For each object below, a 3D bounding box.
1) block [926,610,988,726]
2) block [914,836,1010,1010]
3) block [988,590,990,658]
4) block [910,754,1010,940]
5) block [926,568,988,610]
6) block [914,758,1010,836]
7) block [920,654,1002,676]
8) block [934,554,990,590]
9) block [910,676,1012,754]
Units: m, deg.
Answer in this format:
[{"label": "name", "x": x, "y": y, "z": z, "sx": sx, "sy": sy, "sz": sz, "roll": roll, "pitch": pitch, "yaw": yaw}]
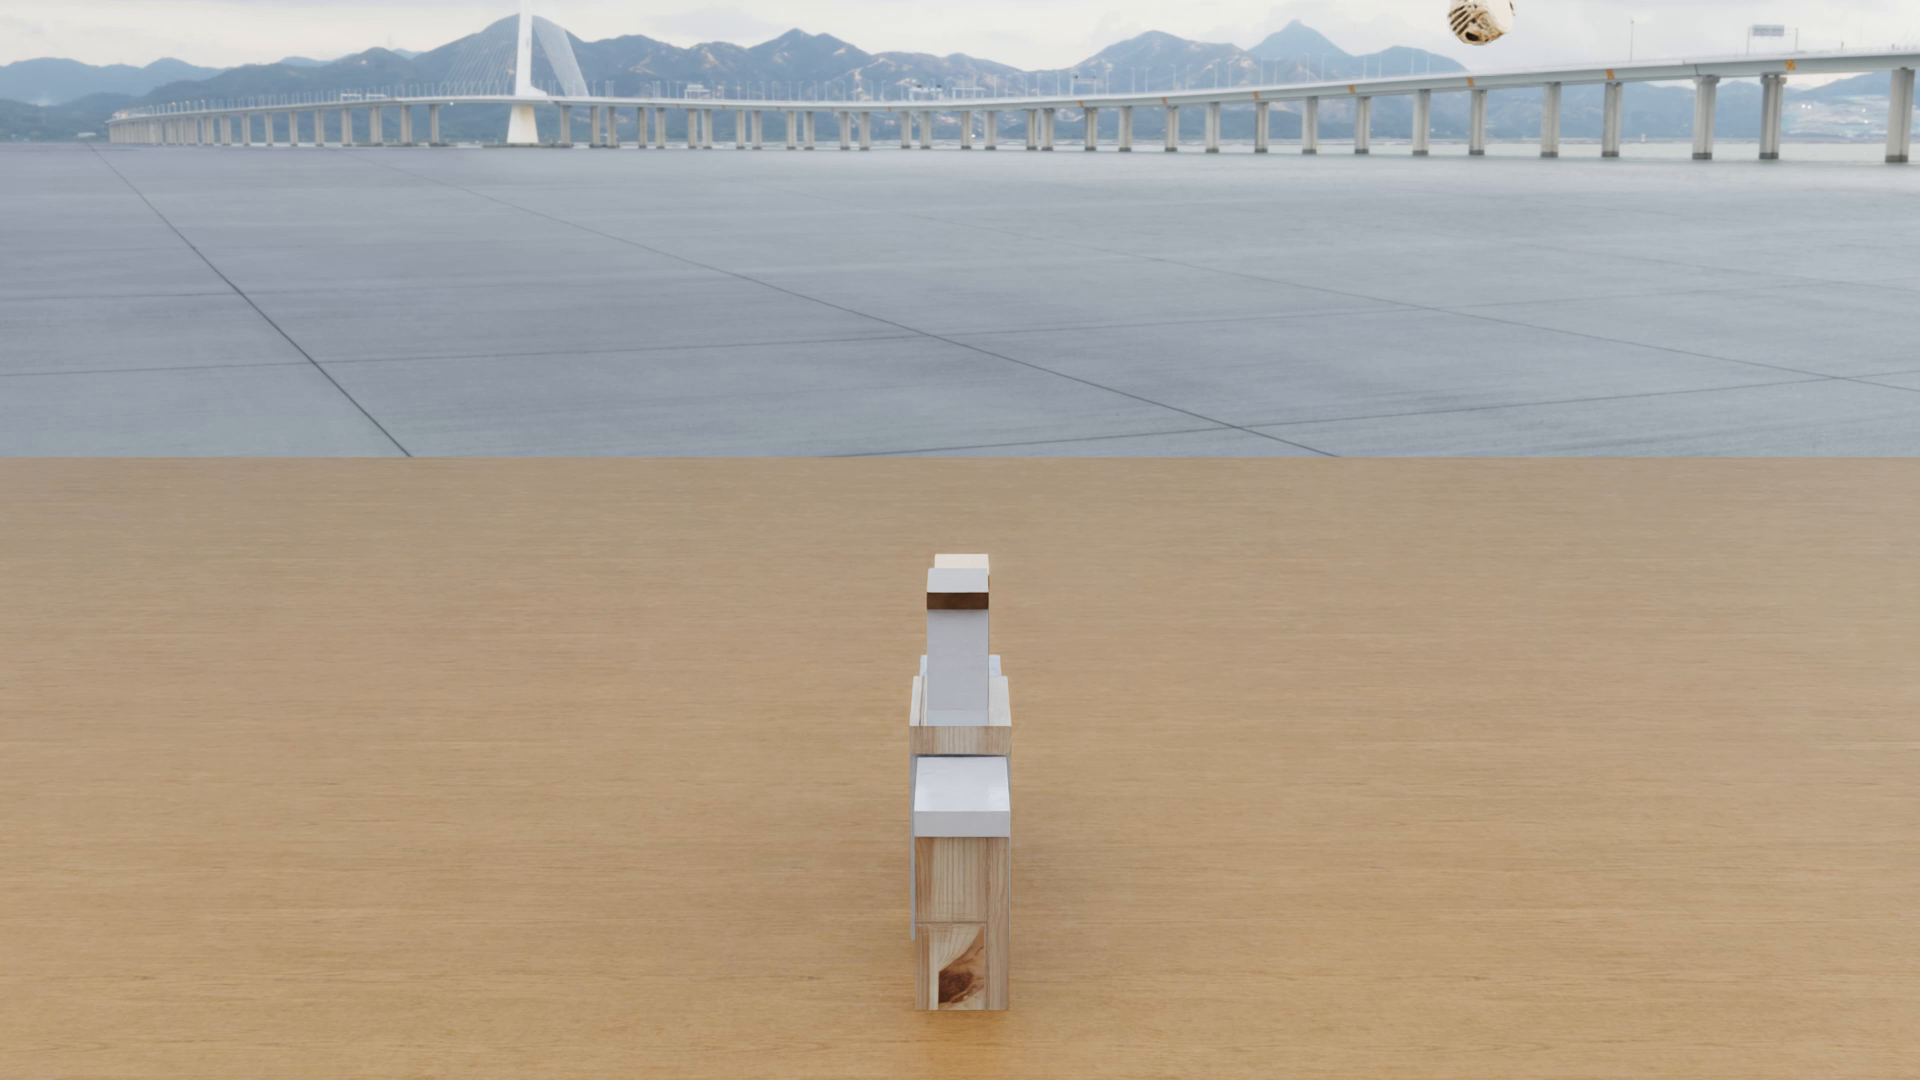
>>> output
[{"label": "block", "x": -0.004, "y": 0.190, "z": 3.358, "sx": 0.093, "sy": 0.186, "sz": 0.026, "roll": 0, "pitch": 11, "yaw": 0}, {"label": "block", "x": 0.003, "y": 0.544, "z": 3.177, "sx": 0.135, "sy": 0.270, "sz": 0.038, "roll": 0, "pitch": 11, "yaw": 0}, {"label": "block", "x": 0.003, "y": 0.161, "z": 3.545, "sx": 0.088, "sy": 0.175, "sz": 0.025, "roll": 0, "pitch": 11, "yaw": 0}, {"label": "block", "x": 0.001, "y": 0.472, "z": 3.450, "sx": 0.156, "sy": 0.312, "sz": 0.044, "roll": 0, "pitch": 11, "yaw": 0}, {"label": "block", "x": -0.003, "y": 0.074, "z": 3.400, "sx": 0.093, "sy": 0.026, "sz": 0.186, "roll": 0, "pitch": 11, "yaw": 0}, {"label": "block", "x": 0.003, "y": 0.376, "z": 3.237, "sx": 0.135, "sy": 0.038, "sz": 0.270, "roll": 0, "pitch": 11, "yaw": 0}, {"label": "block", "x": 0.001, "y": 0.253, "z": 3.823, "sx": 0.142, "sy": 0.040, "sz": 0.284, "roll": 0, "pitch": 11, "yaw": 0}, {"label": "block", "x": 0.003, "y": 0.052, "z": 3.585, "sx": 0.088, "sy": 0.025, "sz": 0.175, "roll": 0, "pitch": 11, "yaw": 0}, {"label": "block", "x": 0.001, "y": 0.278, "z": 3.520, "sx": 0.156, "sy": 0.044, "sz": 0.312, "roll": 0, "pitch": 11, "yaw": 0}]
